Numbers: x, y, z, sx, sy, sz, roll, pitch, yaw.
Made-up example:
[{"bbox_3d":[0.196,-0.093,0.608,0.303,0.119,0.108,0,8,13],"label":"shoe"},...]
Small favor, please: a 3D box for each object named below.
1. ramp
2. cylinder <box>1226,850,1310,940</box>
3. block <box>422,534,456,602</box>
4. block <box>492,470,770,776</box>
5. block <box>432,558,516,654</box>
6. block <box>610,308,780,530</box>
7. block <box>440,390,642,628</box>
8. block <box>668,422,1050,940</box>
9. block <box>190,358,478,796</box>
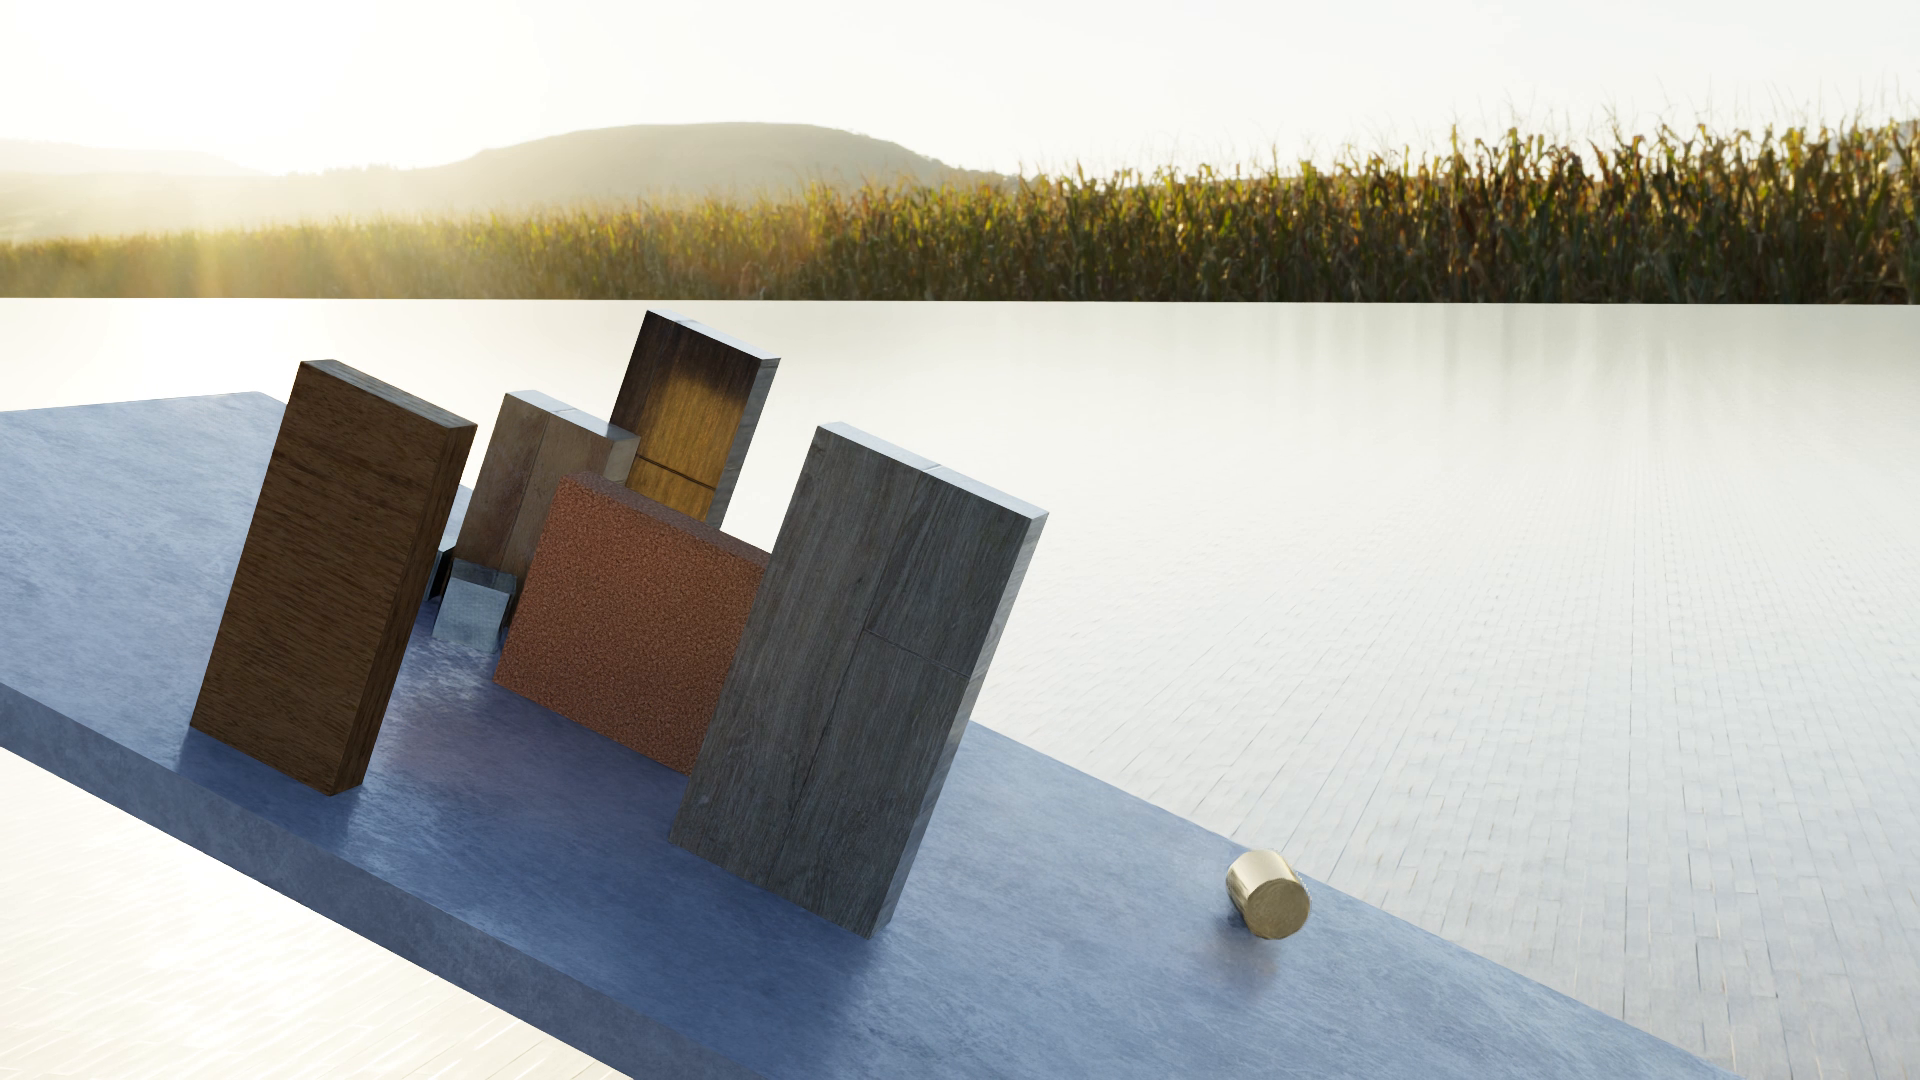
[{"bbox_3d":[-0.316,0.566,4.200,4.000,0.100,2.000,24,13,13],"label":"ramp"},{"bbox_3d":[0.628,0.724,4.495,0.138,0.138,0.138,-1,17,-9],"label":"cylinder"},{"bbox_3d":[-1.128,0.045,4.599,0.112,0.112,0.112,22,13,4],"label":"block"},{"bbox_3d":[-0.613,0.157,4.210,0.449,0.434,0.114,24,13,13],"label":"block"},{"bbox_3d":[-0.978,0.132,4.430,0.130,0.130,0.130,18,13,-14],"label":"block"},{"bbox_3d":[-0.665,-0.170,5.015,0.297,0.645,0.115,24,13,13],"label":"block"},{"bbox_3d":[-0.878,-0.050,4.597,0.262,0.459,0.126,24,13,13],"label":"block"},{"bbox_3d":[-0.180,0.239,3.756,0.399,0.784,0.114,24,13,13],"label":"block"},{"bbox_3d":[-1.006,0.060,3.521,0.277,0.638,0.094,24,13,13],"label":"block"}]
